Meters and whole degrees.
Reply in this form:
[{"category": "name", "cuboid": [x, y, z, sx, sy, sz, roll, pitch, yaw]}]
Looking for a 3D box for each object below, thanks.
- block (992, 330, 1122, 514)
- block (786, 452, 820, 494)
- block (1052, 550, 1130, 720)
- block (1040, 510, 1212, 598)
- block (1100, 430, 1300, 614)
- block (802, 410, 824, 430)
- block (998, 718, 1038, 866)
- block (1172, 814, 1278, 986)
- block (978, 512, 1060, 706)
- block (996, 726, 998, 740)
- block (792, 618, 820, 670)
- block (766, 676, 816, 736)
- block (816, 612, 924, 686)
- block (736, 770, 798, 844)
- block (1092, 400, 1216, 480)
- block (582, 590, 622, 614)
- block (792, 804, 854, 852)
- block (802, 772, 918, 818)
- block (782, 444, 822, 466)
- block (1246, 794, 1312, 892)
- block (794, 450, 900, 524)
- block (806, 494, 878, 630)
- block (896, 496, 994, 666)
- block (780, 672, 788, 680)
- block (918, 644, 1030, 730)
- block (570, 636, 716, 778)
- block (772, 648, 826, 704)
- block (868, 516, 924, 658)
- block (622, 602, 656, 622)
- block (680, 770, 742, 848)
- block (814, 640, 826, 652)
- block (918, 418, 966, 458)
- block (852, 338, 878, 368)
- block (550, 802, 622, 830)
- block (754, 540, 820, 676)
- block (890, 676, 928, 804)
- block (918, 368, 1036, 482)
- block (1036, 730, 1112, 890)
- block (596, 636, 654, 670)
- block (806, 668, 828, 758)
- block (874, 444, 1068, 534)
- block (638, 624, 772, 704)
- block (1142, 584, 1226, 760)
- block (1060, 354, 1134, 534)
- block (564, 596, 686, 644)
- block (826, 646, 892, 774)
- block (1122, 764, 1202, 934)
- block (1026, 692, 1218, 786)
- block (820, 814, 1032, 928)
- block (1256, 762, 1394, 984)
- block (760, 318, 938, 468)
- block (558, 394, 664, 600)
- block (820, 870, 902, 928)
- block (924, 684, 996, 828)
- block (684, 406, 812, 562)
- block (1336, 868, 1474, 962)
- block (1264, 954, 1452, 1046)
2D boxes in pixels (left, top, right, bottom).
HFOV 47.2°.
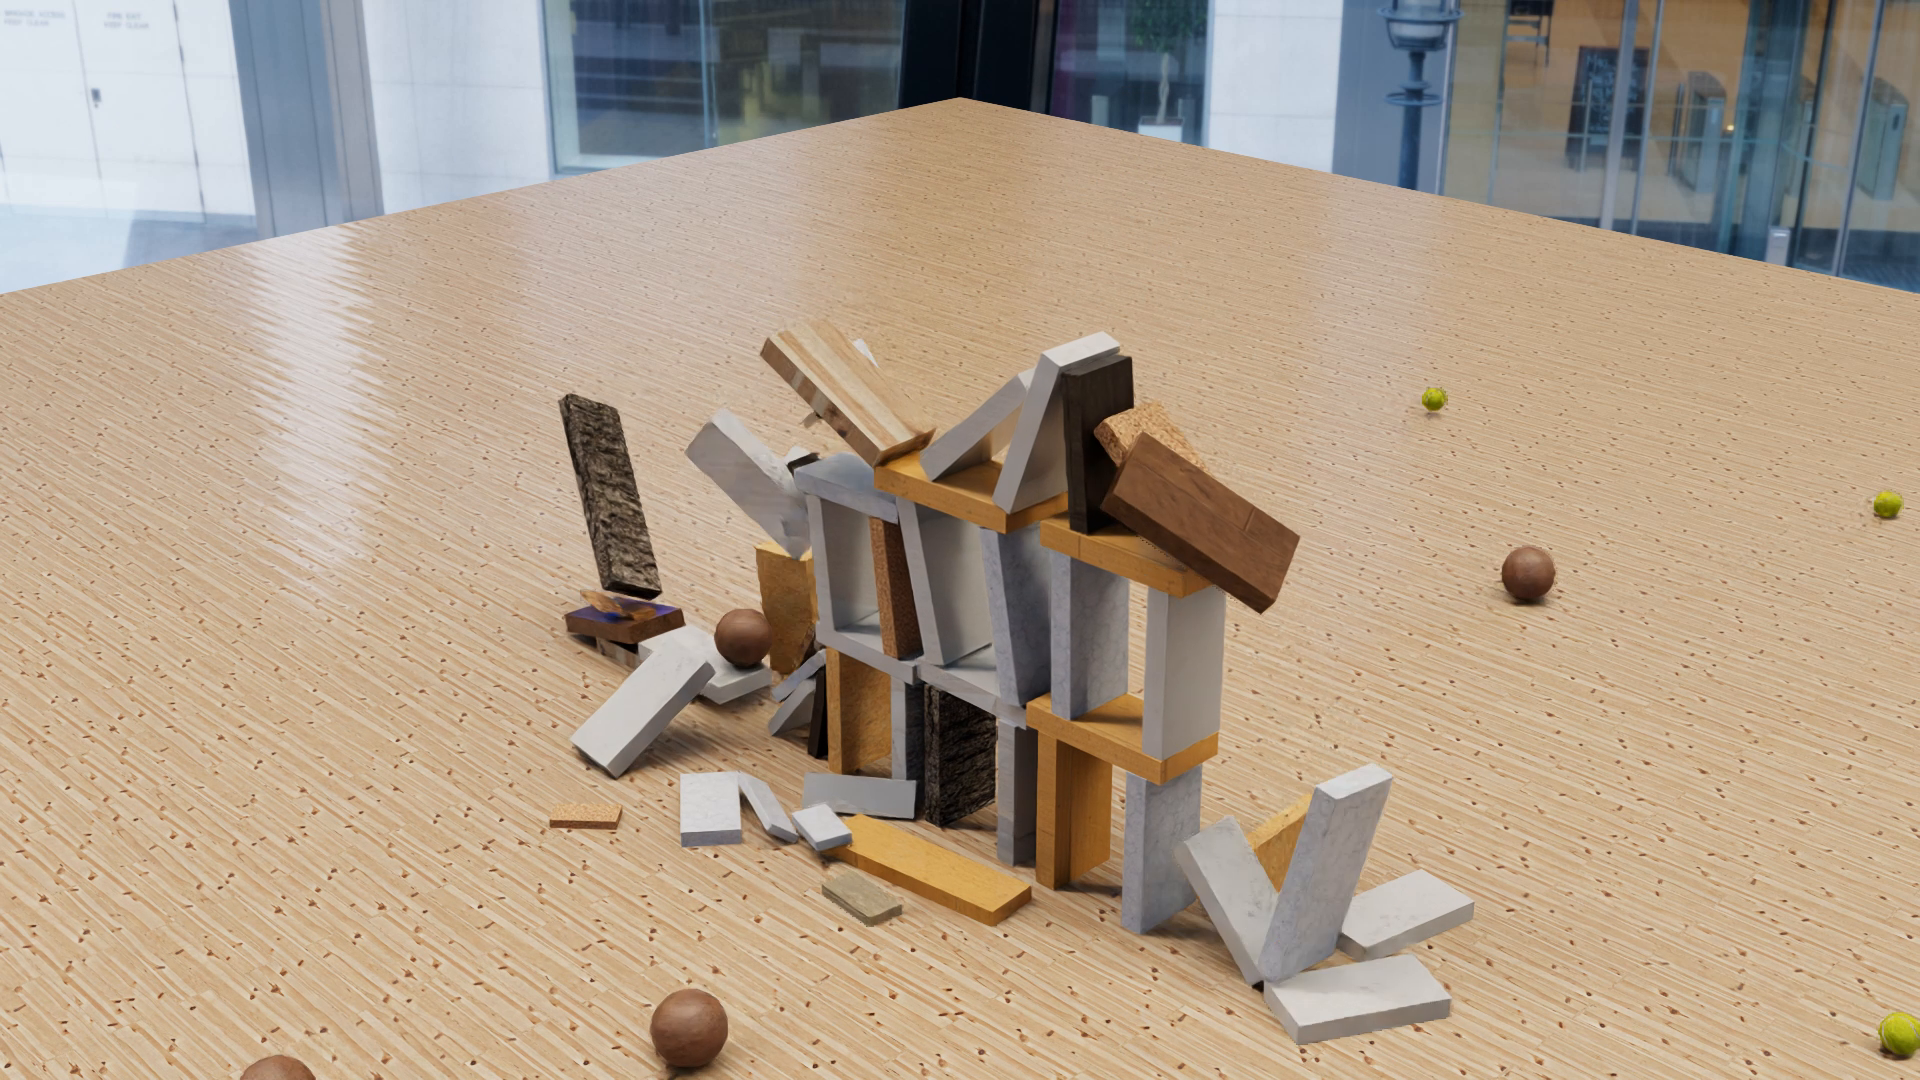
[{"category": "block", "cuboid": [0.171, -0.209, 3.946, 0.165, 0.330, 0.047, -23, 53, -42]}, {"category": "block", "cuboid": [-0.290, -0.110, 4.497, 0.068, 0.019, 0.137, -25, 77, -42]}, {"category": "block", "cuboid": [0.239, 0.151, 4.033, 0.046, 0.328, 0.164, 19, 30, 41]}, {"category": "block", "cuboid": [0.317, 0.010, 3.885, 0.328, 0.046, 0.164, 21, 31, 40]}, {"category": "block", "cuboid": [0.409, -0.030, 3.729, 0.330, 0.047, 0.165, 33, 48, -5]}, {"category": "block", "cuboid": [-0.270, -0.256, 4.400, 0.068, 0.019, 0.137, -31, 3, -15]}, {"category": "block", "cuboid": [0.142, 0.467, 4.270, 0.043, 0.305, 0.153, 21, 31, 40]}, {"category": "block", "cuboid": [0.504, 0.644, 3.947, 0.138, 0.276, 0.039, -22, -12, -42]}, {"category": "block", "cuboid": [0.135, 0.122, 4.138, 0.171, 0.343, 0.049, -20, 19, -39]}, {"category": "block", "cuboid": [0.195, 0.441, 4.679, 0.118, 0.034, 0.237, -15, 27, -32]}, {"category": "block", "cuboid": [-0.302, 0.213, 4.646, 0.072, 0.143, 0.020, -22, 60, -42]}, {"category": "block", "cuboid": [-0.329, 0.346, 4.716, 0.105, 0.211, 0.030, -19, 70, -36]}, {"category": "block", "cuboid": [-0.144, 0.208, 4.473, 0.145, 0.041, 0.291, -21, 31, -40]}, {"category": "block", "cuboid": [-0.389, 0.536, 4.426, 0.067, 0.019, 0.229, 30, 8, -30]}, {"category": "block", "cuboid": [0.369, -0.104, 3.822, 0.144, 0.041, 0.287, -22, 71, -42]}, {"category": "block", "cuboid": [-0.826, 0.143, 5.068, 0.053, 0.015, 0.106, 9, 12, -38]}, {"category": "block", "cuboid": [-0.272, 0.565, 4.320, 0.074, 0.021, 0.148, -13, 20, -21]}, {"category": "block", "cuboid": [-0.203, 0.516, 4.447, 0.230, 0.074, 0.021, 4, -1, 9]}, {"category": "block", "cuboid": [-0.307, -0.143, 4.572, 0.137, 0.019, 0.068, 25, 60, 24]}, {"category": "block", "cuboid": [0.598, 0.599, 4.172, 0.039, 0.138, 0.276, 19, 29, 37]}, {"category": "block", "cuboid": [-0.178, -0.106, 4.369, 0.286, 0.041, 0.143, 20, 30, 38]}, {"category": "block", "cuboid": [-0.234, 0.025, 4.482, 0.041, 0.286, 0.143, 12, 25, 40]}, {"category": "block", "cuboid": [-0.020, 0.054, 4.301, 0.049, 0.343, 0.171, 4, 19, 44]}, {"category": "block", "cuboid": [-0.361, 0.336, 4.949, 0.053, 0.015, 0.201, -6, 24, -13]}, {"category": "block", "cuboid": [0.076, 0.275, 4.277, 0.153, 0.043, 0.305, -20, 30, -39]}, {"category": "block", "cuboid": [-0.673, 0.353, 4.668, 0.307, 0.043, 0.153, -47, 41, -15]}, {"category": "block", "cuboid": [-0.306, 0.277, 4.677, 0.105, 0.030, 0.211, -21, -13, -42]}, {"category": "block", "cuboid": [-0.100, 0.075, 4.363, 0.143, 0.286, 0.041, -21, 23, -40]}, {"category": "block", "cuboid": [-0.745, 0.165, 5.074, 0.053, 0.015, 0.106, -16, 14, -25]}, {"category": "block", "cuboid": [-0.504, 0.542, 4.441, 0.118, 0.034, 0.237, -3, 23, -6]}, {"category": "block", "cuboid": [-0.258, 0.166, 4.585, 0.072, 0.143, 0.020, -21, 51, -42]}, {"category": "block", "cuboid": [-0.006, -0.198, 4.181, 0.076, 0.022, 0.152, -25, -7, -45]}, {"category": "block", "cuboid": [-0.244, -0.338, 4.382, 0.148, 0.021, 0.074, -26, 68, -10]}, {"category": "block", "cuboid": [-0.752, 0.556, 4.426, 0.134, 0.019, 0.067, 1, 23, 3]}, {"category": "block", "cuboid": [-0.371, 0.163, 4.930, 0.153, 0.307, 0.043, 14, 30, 36]}, {"category": "block", "cuboid": [-0.072, 0.388, 4.474, 0.041, 0.291, 0.145, 22, 31, 40]}, {"category": "block", "cuboid": [0.080, -0.224, 4.051, 0.165, 0.047, 0.336, -22, -11, -42]}, {"category": "block", "cuboid": [0.219, 0.489, 4.191, 0.046, 0.326, 0.163, 21, 31, 40]}, {"category": "block", "cuboid": [-0.694, 0.260, 5.096, 0.147, 0.042, 0.293, -21, 31, -40]}, {"category": "block", "cuboid": [-0.263, 0.354, 4.655, 0.105, 0.211, 0.030, -21, 42, -40]}, {"category": "block", "cuboid": [0.018, -0.102, 4.163, 0.343, 0.049, 0.171, 20, 30, 40]}, {"category": "block", "cuboid": [-0.576, 0.277, 4.951, 0.147, 0.042, 0.293, -21, 32, -40]}, {"category": "block", "cuboid": [0.398, 0.211, 3.891, 0.046, 0.328, 0.164, 21, 31, 40]}, {"category": "block", "cuboid": [0.248, -0.170, 3.878, 0.041, 0.287, 0.144, 14, 26, 42]}, {"category": "block", "cuboid": [-0.785, 0.187, 5.138, 0.147, 0.042, 0.293, -20, 16, -36]}, {"category": "block", "cuboid": [-0.210, 0.335, 4.600, 0.145, 0.291, 0.041, -21, 31, -40]}, {"category": "block", "cuboid": [0.372, 0.549, 4.051, 0.046, 0.326, 0.163, 21, 31, 40]}, {"category": "block", "cuboid": [0.296, 0.347, 4.050, 0.326, 0.046, 0.163, 21, 31, 41]}, {"category": "block", "cuboid": [-0.071, 0.631, 4.230, 0.431, 0.034, 0.118, 18, 29, 35]}, {"category": "block", "cuboid": [0.631, 0.577, 3.809, 0.166, 0.382, 0.047, -13, 35, -44]}, {"category": "block", "cuboid": [-0.217, -0.290, 4.278, 0.333, 0.047, 0.166, 45, 42, 18]}, {"category": "block", "cuboid": [-0.819, -0.103, 5.147, 0.043, 0.509, 0.153, -32, -29, 28]}, {"category": "block", "cuboid": [-0.186, 0.675, 4.142, 0.076, 0.022, 0.152, -18, 29, -36]}, {"category": "block", "cuboid": [0.001, 0.410, 4.403, 0.153, 0.305, 0.043, -19, 30, -38]}, {"category": "block", "cuboid": [-0.417, -0.116, 4.604, 0.333, 0.167, 0.047, 44, 55, -3]}, {"category": "block", "cuboid": [0.802, 0.696, 4.070, 0.276, 0.039, 0.138, -15, 27, -31]}, {"category": "block", "cuboid": [0.691, 0.798, 3.828, 0.287, 0.041, 0.144, -7, 24, -15]}]
